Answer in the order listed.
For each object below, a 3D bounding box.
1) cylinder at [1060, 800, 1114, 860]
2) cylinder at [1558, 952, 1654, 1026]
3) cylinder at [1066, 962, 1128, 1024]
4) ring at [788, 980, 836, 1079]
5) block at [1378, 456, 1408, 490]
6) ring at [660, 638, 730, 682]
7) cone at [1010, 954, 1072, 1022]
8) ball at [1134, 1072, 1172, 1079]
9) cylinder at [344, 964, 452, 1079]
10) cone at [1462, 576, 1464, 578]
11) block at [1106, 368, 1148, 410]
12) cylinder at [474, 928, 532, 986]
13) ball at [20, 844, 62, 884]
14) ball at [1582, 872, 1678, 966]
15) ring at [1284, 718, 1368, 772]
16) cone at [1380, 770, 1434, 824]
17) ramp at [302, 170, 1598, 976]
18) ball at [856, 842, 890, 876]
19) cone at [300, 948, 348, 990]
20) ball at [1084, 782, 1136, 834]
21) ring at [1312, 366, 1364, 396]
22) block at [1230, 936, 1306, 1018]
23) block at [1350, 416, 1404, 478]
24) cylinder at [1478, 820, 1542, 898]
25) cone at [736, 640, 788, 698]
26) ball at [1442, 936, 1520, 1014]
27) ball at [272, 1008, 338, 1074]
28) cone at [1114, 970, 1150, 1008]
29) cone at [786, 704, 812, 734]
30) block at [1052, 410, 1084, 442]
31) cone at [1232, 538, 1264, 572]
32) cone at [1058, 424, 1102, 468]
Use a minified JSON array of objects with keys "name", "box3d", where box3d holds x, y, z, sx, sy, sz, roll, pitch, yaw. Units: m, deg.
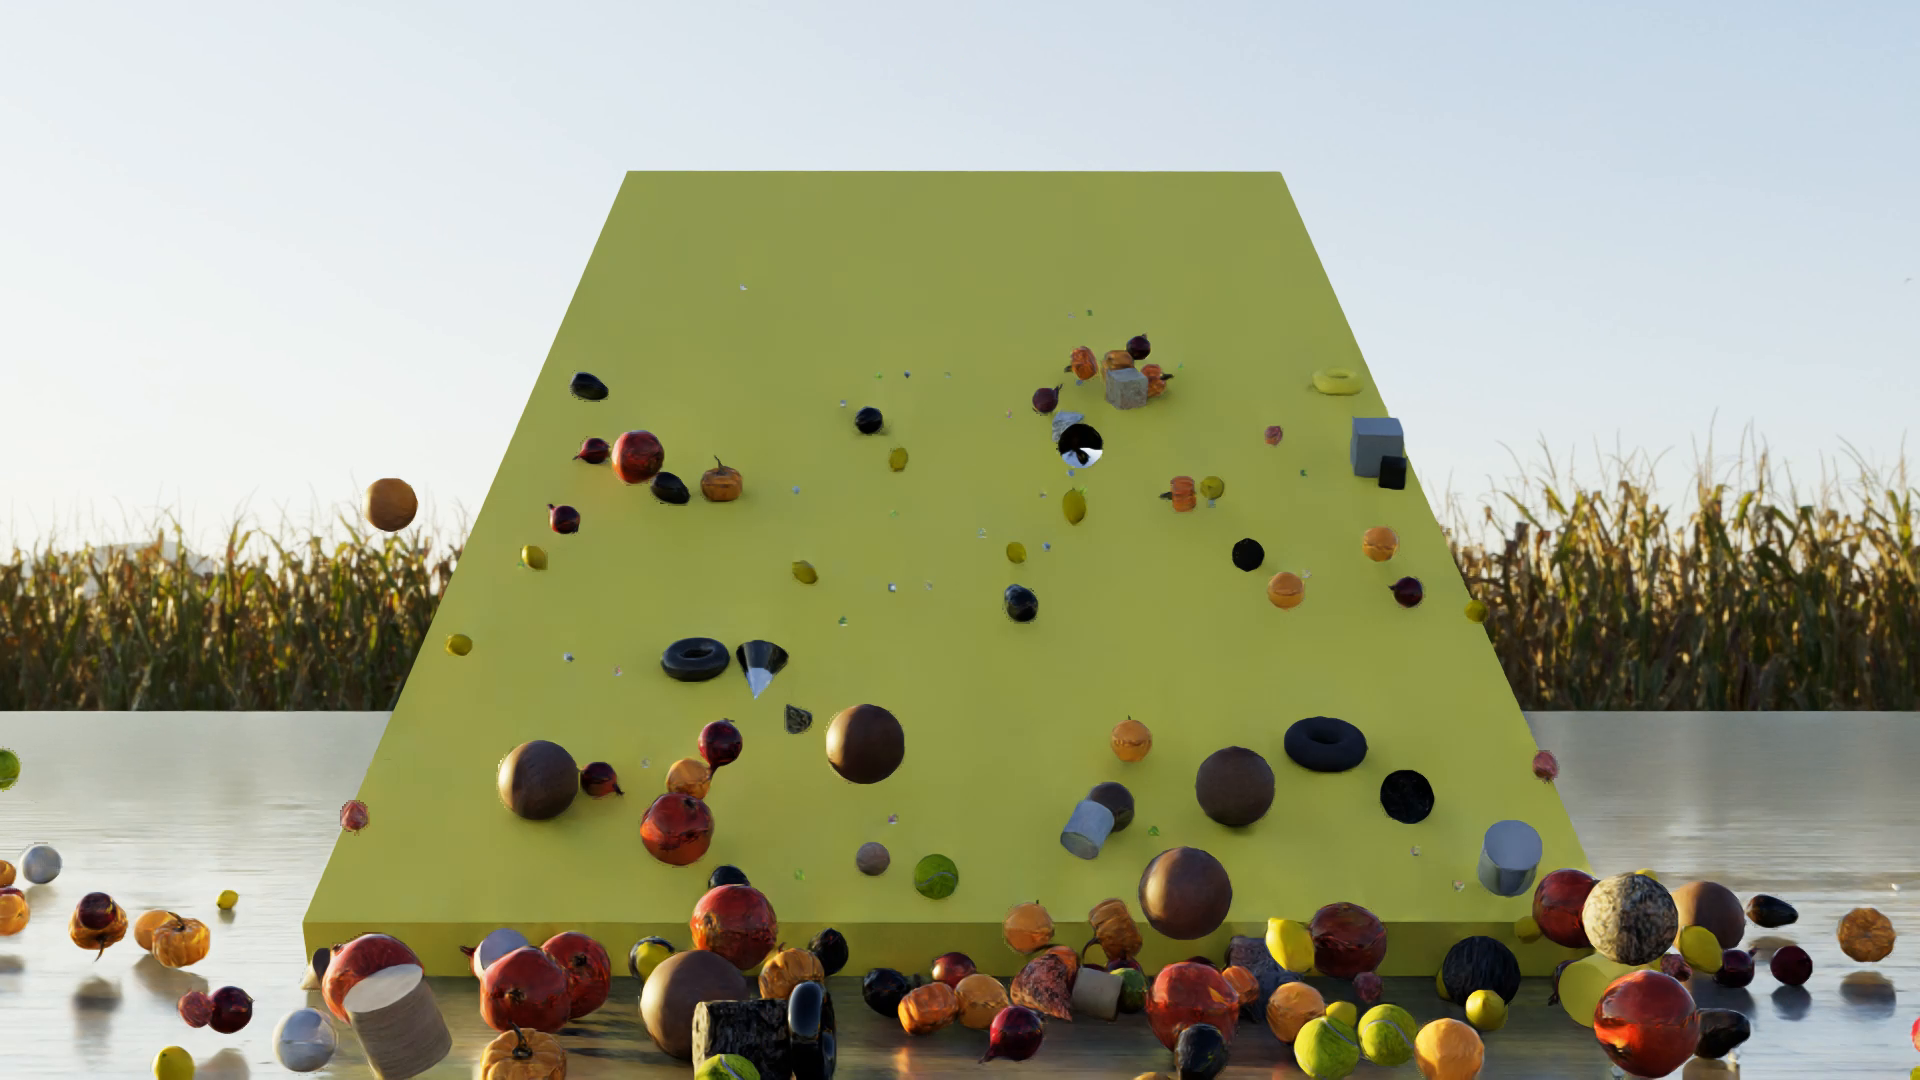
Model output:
[{"name":"cylinder","box3d":[0.202,0.460,3.723,0.066,0.066,0.066,20,-38,17]},{"name":"cylinder","box3d":[0.843,0.582,3.060,0.087,0.087,0.087,-7,1,-40]},{"name":"cylinder","box3d":[0.180,0.596,3.079,0.060,0.060,0.060,27,-4,1]},{"name":"ring","box3d":[-0.161,0.539,2.559,0.039,0.117,0.117,-6,-5,7]},{"name":"block","box3d":[0.932,-0.145,5.048,0.054,0.054,0.054,7,26,13]},{"name":"ring","box3d":[-0.484,0.218,4.291,0.125,0.042,0.125,-1,26,1]},{"name":"cone","box3d":[0.126,0.612,3.115,0.087,0.087,0.087,3,28,-35]},{"name":"ball","box3d":[0.190,0.550,2.293,0.059,0.059,0.059,0,-4,0]},{"name":"cylinder","box3d":[-0.630,0.540,2.630,0.092,0.092,0.092,-15,20,6]},{"name":"cone","box3d":[1.135,0.103,5.573,0.089,0.089,0.089,28,-1,7]},{"name":"block","box3d":[0.388,-0.351,5.461,0.071,0.071,0.071,-11,27,-22]},{"name":"cylinder","box3d":[-0.623,0.569,3.195,0.070,0.070,0.070,1,-17,-18]},{"name":"ball","box3d":[-2.141,0.756,5.466,0.093,0.093,0.093,0,-4,0]},{"name":"ball","box3d":[0.662,0.374,2.316,0.091,0.091,0.091,0,-4,0]},{"name":"ring","box3d":[0.625,0.349,4.014,0.142,0.047,0.142,1,25,-1]},{"name":"cone","box3d":[0.749,0.413,3.861,0.090,0.090,0.090,-2,5,29]},{"name":"ramp","box3d":[-0.009,-0.229,5.401,2.000,0.100,4.000,0,25,0]},{"name":"ball","box3d":[-0.137,0.501,3.681,0.054,0.054,0.054,0,-4,0]},{"name":"cone","box3d":[-0.883,0.602,3.212,0.064,0.064,0.064,-34,-17,20]},{"name":"ball","box3d":[0.242,0.432,3.793,0.084,0.084,0.084,0,-4,0]},{"name":"ring","box3d":[0.893,-0.377,5.554,0.121,0.040,0.121,-1,27,0]},{"name":"block","box3d":[0.419,0.594,3.189,0.097,0.097,0.097,-1,-4,9]},{"name":"block","box3d":[0.909,-0.202,5.117,0.100,0.100,0.100,1,25,2]},{"name":"cylinder","box3d":[0.830,0.481,3.545,0.087,0.087,0.087,0,-35,4]},{"name":"cone","box3d":[-0.362,0.248,4.226,0.095,0.095,0.095,4,-38,3]},{"name":"ball","box3d":[0.680,0.567,3.063,0.099,0.099,0.099,0,-4,0]},{"name":"ball","box3d":[-0.733,0.560,2.626,0.072,0.072,0.072,0,-4,0]},{"name":"cone","box3d":[0.231,0.636,3.267,0.056,0.056,0.056,1,-31,-8]},{"name":"cone","box3d":[-0.291,0.301,4.082,0.050,0.050,0.050,-3,-46,34]},{"name":"block","box3d":[0.244,-0.252,5.270,0.055,0.055,0.055,9,27,18]},{"name":"cone","box3d":[0.582,0.031,4.704,0.065,0.065,0.065,-1,-3,15]},{"name":"cone","box3d":[0.261,-0.205,5.184,0.098,0.098,0.098,0,-1,-4]}]
